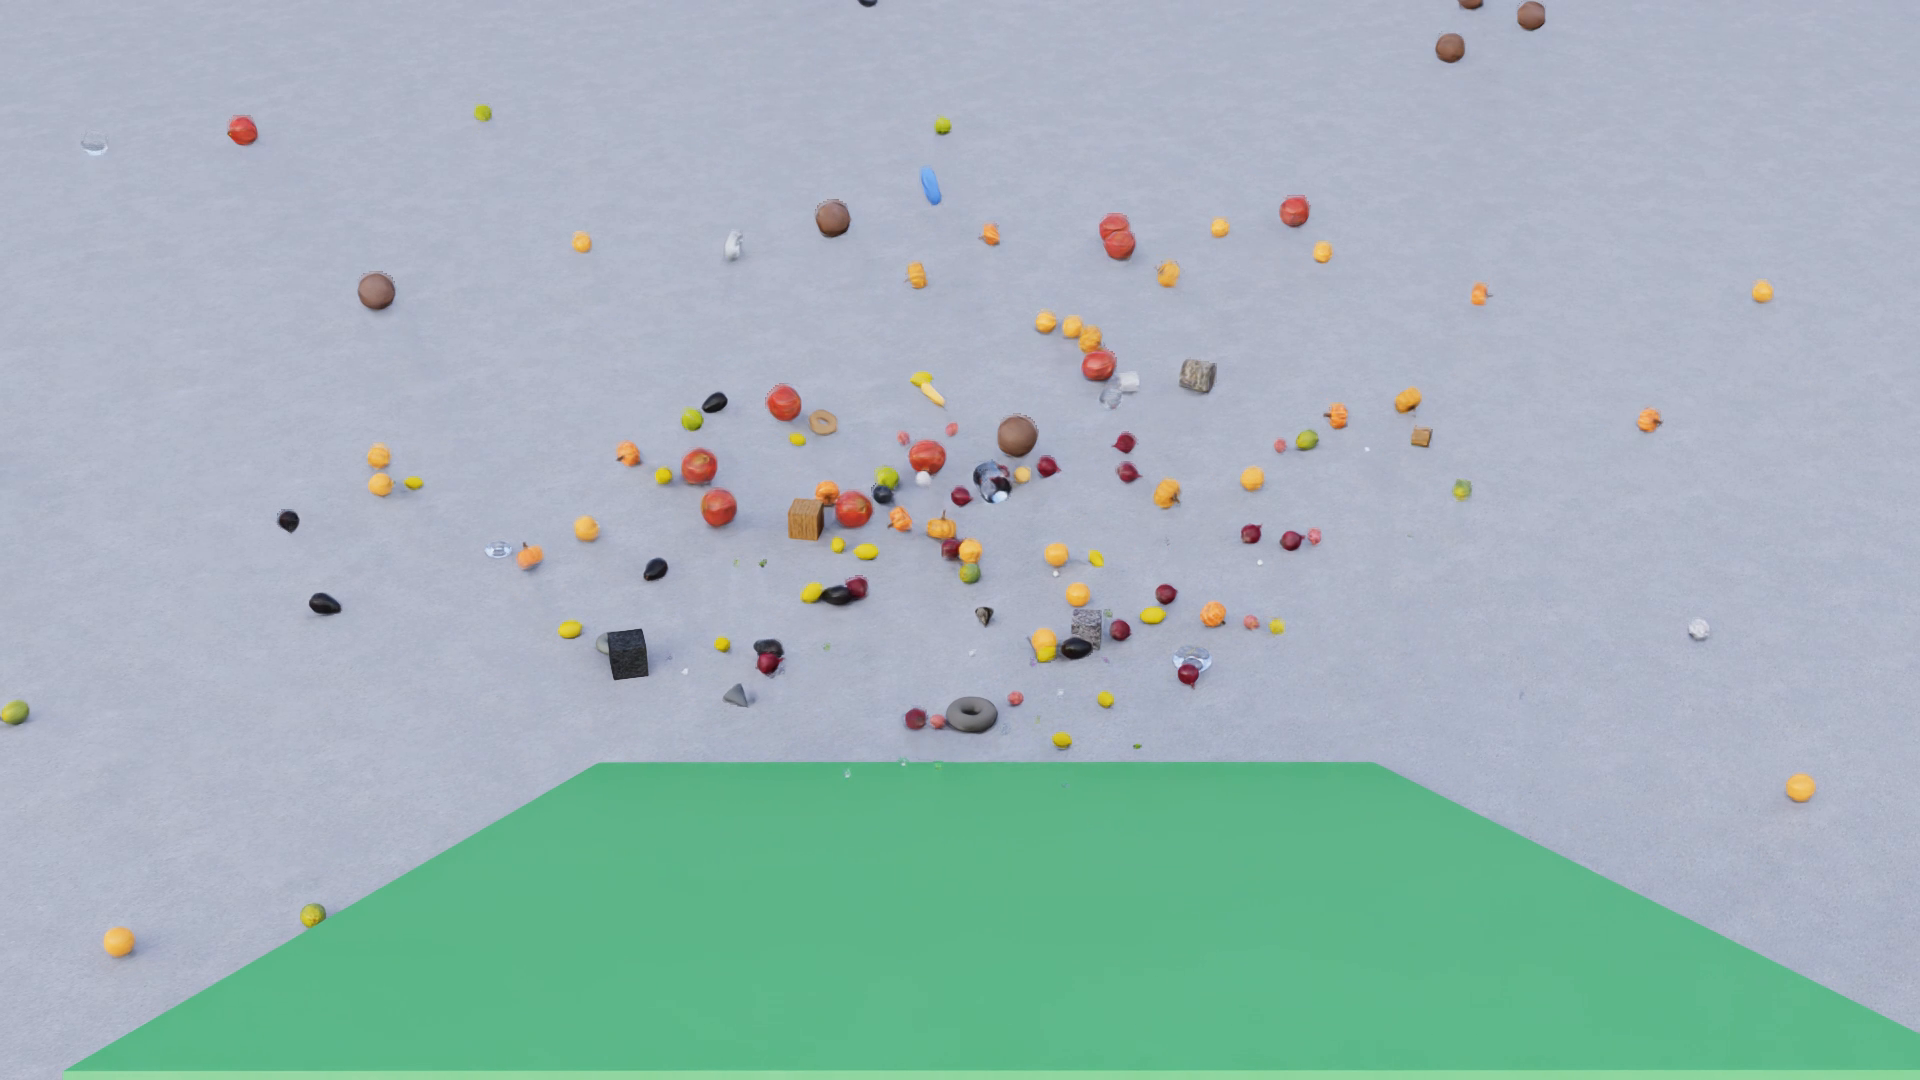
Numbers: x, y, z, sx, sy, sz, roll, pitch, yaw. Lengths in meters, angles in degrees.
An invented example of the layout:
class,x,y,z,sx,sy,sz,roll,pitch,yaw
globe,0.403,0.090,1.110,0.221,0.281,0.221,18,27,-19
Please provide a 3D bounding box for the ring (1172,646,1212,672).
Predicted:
class,x,y,z,sx,sy,sz,roll,pitch,yaw
ring,0.648,0.332,7.219,0.108,0.036,0.108,0,32,0

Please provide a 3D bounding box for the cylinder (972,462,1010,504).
class,x,y,z,sx,sy,sz,roll,pitch,yaw
cylinder,0.098,-0.178,8.012,0.096,0.096,0.096,-8,32,-13

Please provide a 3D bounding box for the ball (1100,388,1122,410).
class,x,y,z,sx,sy,sz,roll,pitch,yaw
ball,0.496,-0.464,8.509,0.075,0.075,0.075,0,31,0

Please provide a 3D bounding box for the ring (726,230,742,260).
class,x,y,z,sx,sy,sz,roll,pitch,yaw
ring,-0.829,-1.081,9.499,0.037,0.111,0.111,14,33,10

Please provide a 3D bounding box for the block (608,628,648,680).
class,x,y,z,sx,sy,sz,roll,pitch,yaw
block,-0.921,0.317,7.184,0.097,0.097,0.097,-7,32,-11

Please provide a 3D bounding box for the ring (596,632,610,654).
class,x,y,z,sx,sy,sz,roll,pitch,yaw
ring,-0.978,0.290,7.293,0.097,0.032,0.097,1,30,-1

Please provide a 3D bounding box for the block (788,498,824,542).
class,x,y,z,sx,sy,sz,roll,pitch,yaw
block,-0.465,-0.062,7.824,0.090,0.090,0.090,5,31,9

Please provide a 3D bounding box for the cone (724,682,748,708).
class,x,y,z,sx,sy,sz,roll,pitch,yaw
cone,-0.598,0.435,7.052,0.067,0.067,0.067,44,47,15

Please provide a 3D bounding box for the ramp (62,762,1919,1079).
class,x,y,z,sx,sy,sz,roll,pitch,yaw
ramp,0.069,0.612,4.684,2.000,0.100,4.000,0,0,0

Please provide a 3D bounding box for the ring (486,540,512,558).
class,x,y,z,sx,sy,sz,roll,pitch,yaw
ring,-1.378,0.027,7.737,0.080,0.027,0.080,1,30,-1

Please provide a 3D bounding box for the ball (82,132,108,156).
class,x,y,z,sx,sy,sz,roll,pitch,yaw
ball,-3.460,-1.585,10.358,0.099,0.099,0.099,0,31,0

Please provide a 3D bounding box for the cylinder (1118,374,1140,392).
class,x,y,z,sx,sy,sz,roll,pitch,yaw
cylinder,0.561,-0.522,8.621,0.060,0.060,0.060,-4,31,-6

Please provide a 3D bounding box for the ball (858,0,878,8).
class,x,y,z,sx,sy,sz,roll,pitch,yaw
ball,-0.422,-2.495,11.878,0.099,0.099,0.099,0,31,0

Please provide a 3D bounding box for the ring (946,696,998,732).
class,x,y,z,sx,sy,sz,roll,pitch,yaw
ring,0.032,0.470,6.979,0.139,0.046,0.139,-1,30,0

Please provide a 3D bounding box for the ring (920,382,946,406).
class,x,y,z,sx,sy,sz,roll,pitch,yaw
ring,-0.090,-0.480,8.530,0.034,0.101,0.101,-46,39,3

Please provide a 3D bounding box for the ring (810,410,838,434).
class,x,y,z,sx,sy,sz,roll,pitch,yaw
ring,-0.442,-0.381,8.386,0.098,0.033,0.098,13,46,-14

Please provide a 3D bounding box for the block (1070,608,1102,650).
class,x,y,z,sx,sy,sz,roll,pitch,yaw
block,0.357,0.252,7.306,0.082,0.082,0.082,3,31,5

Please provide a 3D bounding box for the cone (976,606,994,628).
class,x,y,z,sx,sy,sz,roll,pitch,yaw
cone,0.072,0.228,7.404,0.053,0.053,0.053,0,58,-1

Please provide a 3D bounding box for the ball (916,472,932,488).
class,x,y,z,sx,sy,sz,roll,pitch,yaw
ball,-0.113,-0.189,8.073,0.051,0.051,0.051,0,31,0

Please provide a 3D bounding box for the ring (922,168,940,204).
class,x,y,z,sx,sy,sz,roll,pitch,yaw
ring,-0.112,-1.357,9.930,0.048,0.145,0.145,-17,33,-3

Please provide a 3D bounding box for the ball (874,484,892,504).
class,x,y,z,sx,sy,sz,roll,pitch,yaw
ball,-0.238,-0.140,7.983,0.060,0.060,0.060,0,31,0

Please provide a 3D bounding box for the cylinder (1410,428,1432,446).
class,x,y,z,sx,sy,sz,roll,pitch,yaw
cylinder,1.478,-0.328,8.302,0.054,0.054,0.054,-4,24,36

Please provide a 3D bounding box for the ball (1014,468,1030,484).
class,x,y,z,sx,sy,sz,roll,pitch,yaw
ball,0.194,-0.203,8.096,0.051,0.051,0.051,0,31,0

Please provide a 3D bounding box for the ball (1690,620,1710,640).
class,x,y,z,sx,sy,sz,roll,pitch,yaw
ball,2.095,0.252,7.331,0.057,0.057,0.057,0,31,0
